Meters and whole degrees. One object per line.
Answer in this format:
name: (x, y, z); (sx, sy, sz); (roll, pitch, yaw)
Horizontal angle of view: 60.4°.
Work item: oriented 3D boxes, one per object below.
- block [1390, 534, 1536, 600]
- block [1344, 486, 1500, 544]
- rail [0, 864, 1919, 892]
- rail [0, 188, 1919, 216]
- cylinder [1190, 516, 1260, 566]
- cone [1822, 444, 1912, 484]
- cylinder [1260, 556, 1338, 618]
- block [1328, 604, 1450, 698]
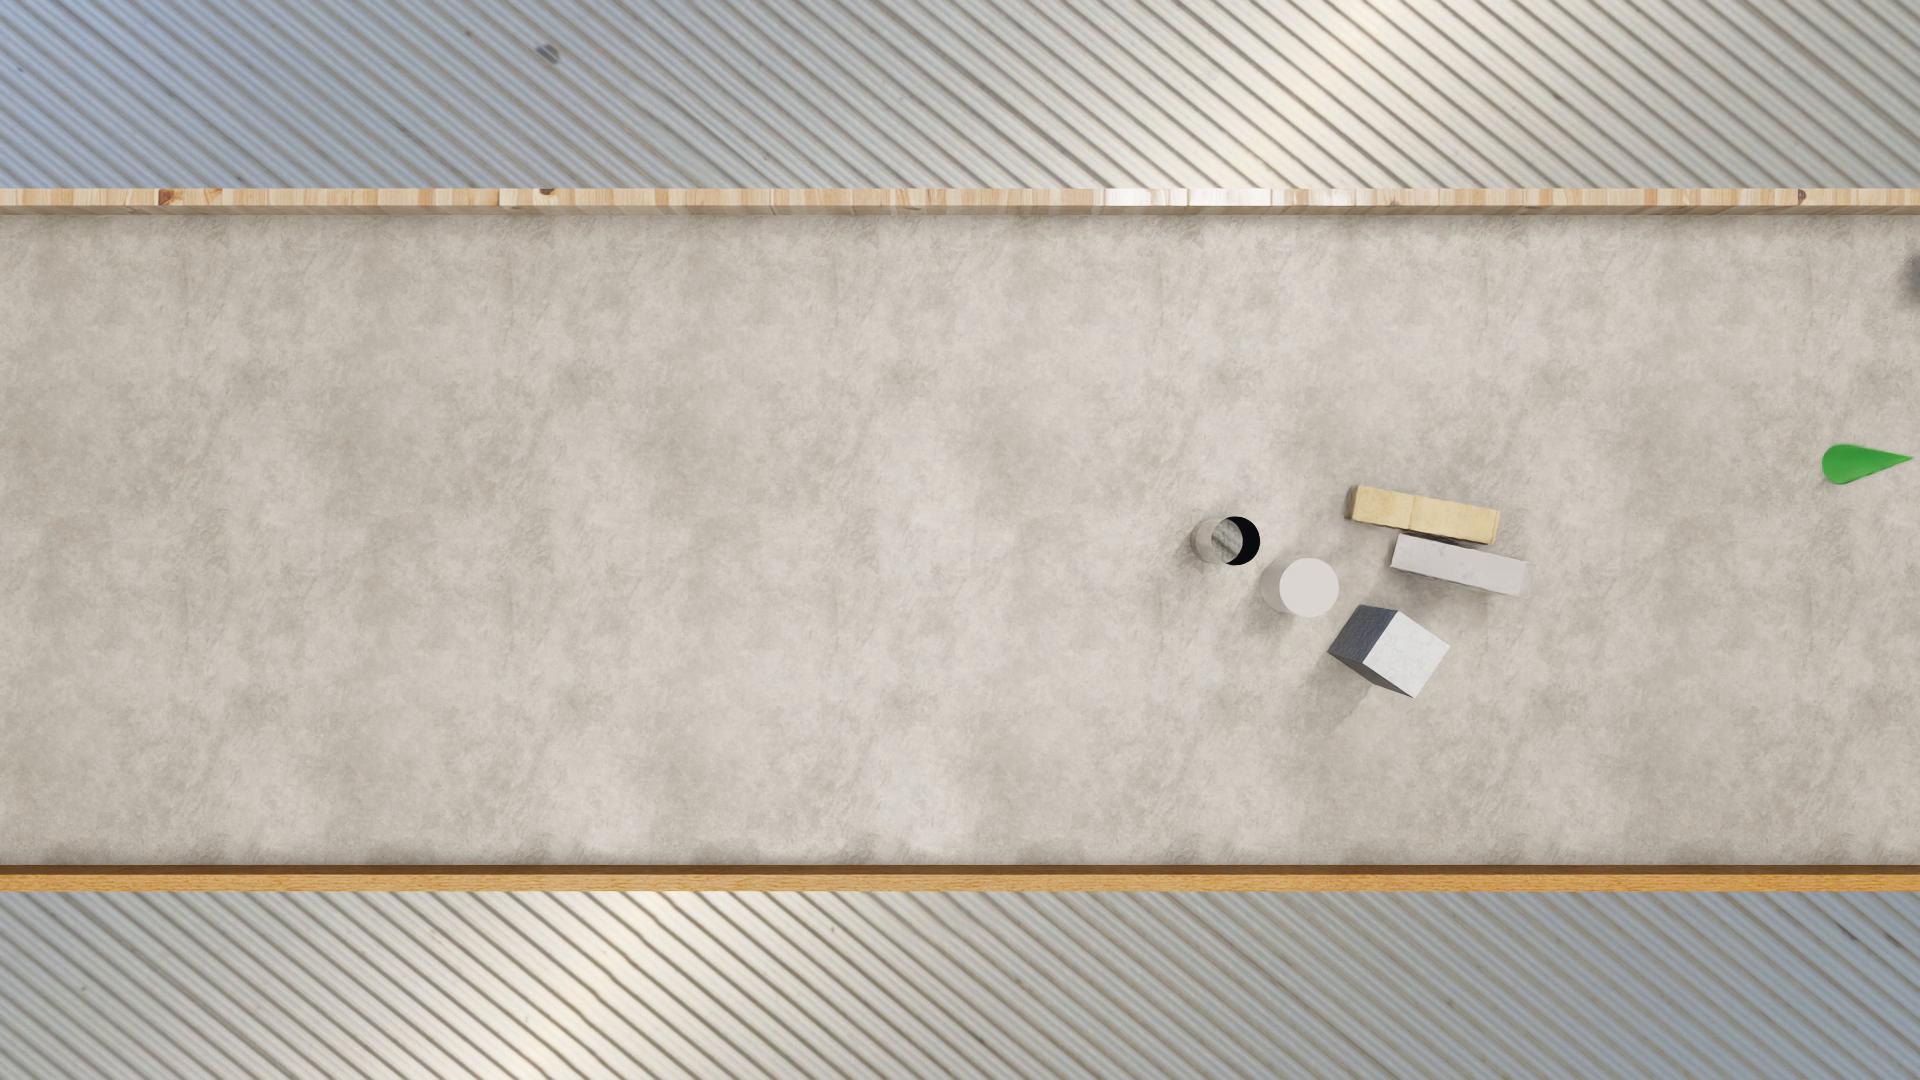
block: (1.500, 0.079, 4.922); (0.392, 0.104, 0.104); (15, 90, 35)
block: (1.406, -0.075, 5.024); (0.435, 0.104, 0.104); (10, 90, 0)
rail: (-2.247, 1.025, 5.001); (12.000, 0.150, 0.050); (0, 90, 0)
rail: (-2.247, -1.025, 5.002); (12.000, 0.150, 0.050); (0, 90, 0)
cylinder: (0.776, 0.002, 4.860); (0.139, 0.432, 0.139); (0, 90, 0)
cone: (2.715, -0.234, 4.879); (0.124, 0.394, 0.124); (0, 90, 0)
cylinder: (1.009, 0.137, 4.922); (0.172, 0.310, 0.172); (0, 90, 0)
block: (1.251, 0.321, 4.849); (0.178, 0.455, 0.178); (34, 90, 0)
